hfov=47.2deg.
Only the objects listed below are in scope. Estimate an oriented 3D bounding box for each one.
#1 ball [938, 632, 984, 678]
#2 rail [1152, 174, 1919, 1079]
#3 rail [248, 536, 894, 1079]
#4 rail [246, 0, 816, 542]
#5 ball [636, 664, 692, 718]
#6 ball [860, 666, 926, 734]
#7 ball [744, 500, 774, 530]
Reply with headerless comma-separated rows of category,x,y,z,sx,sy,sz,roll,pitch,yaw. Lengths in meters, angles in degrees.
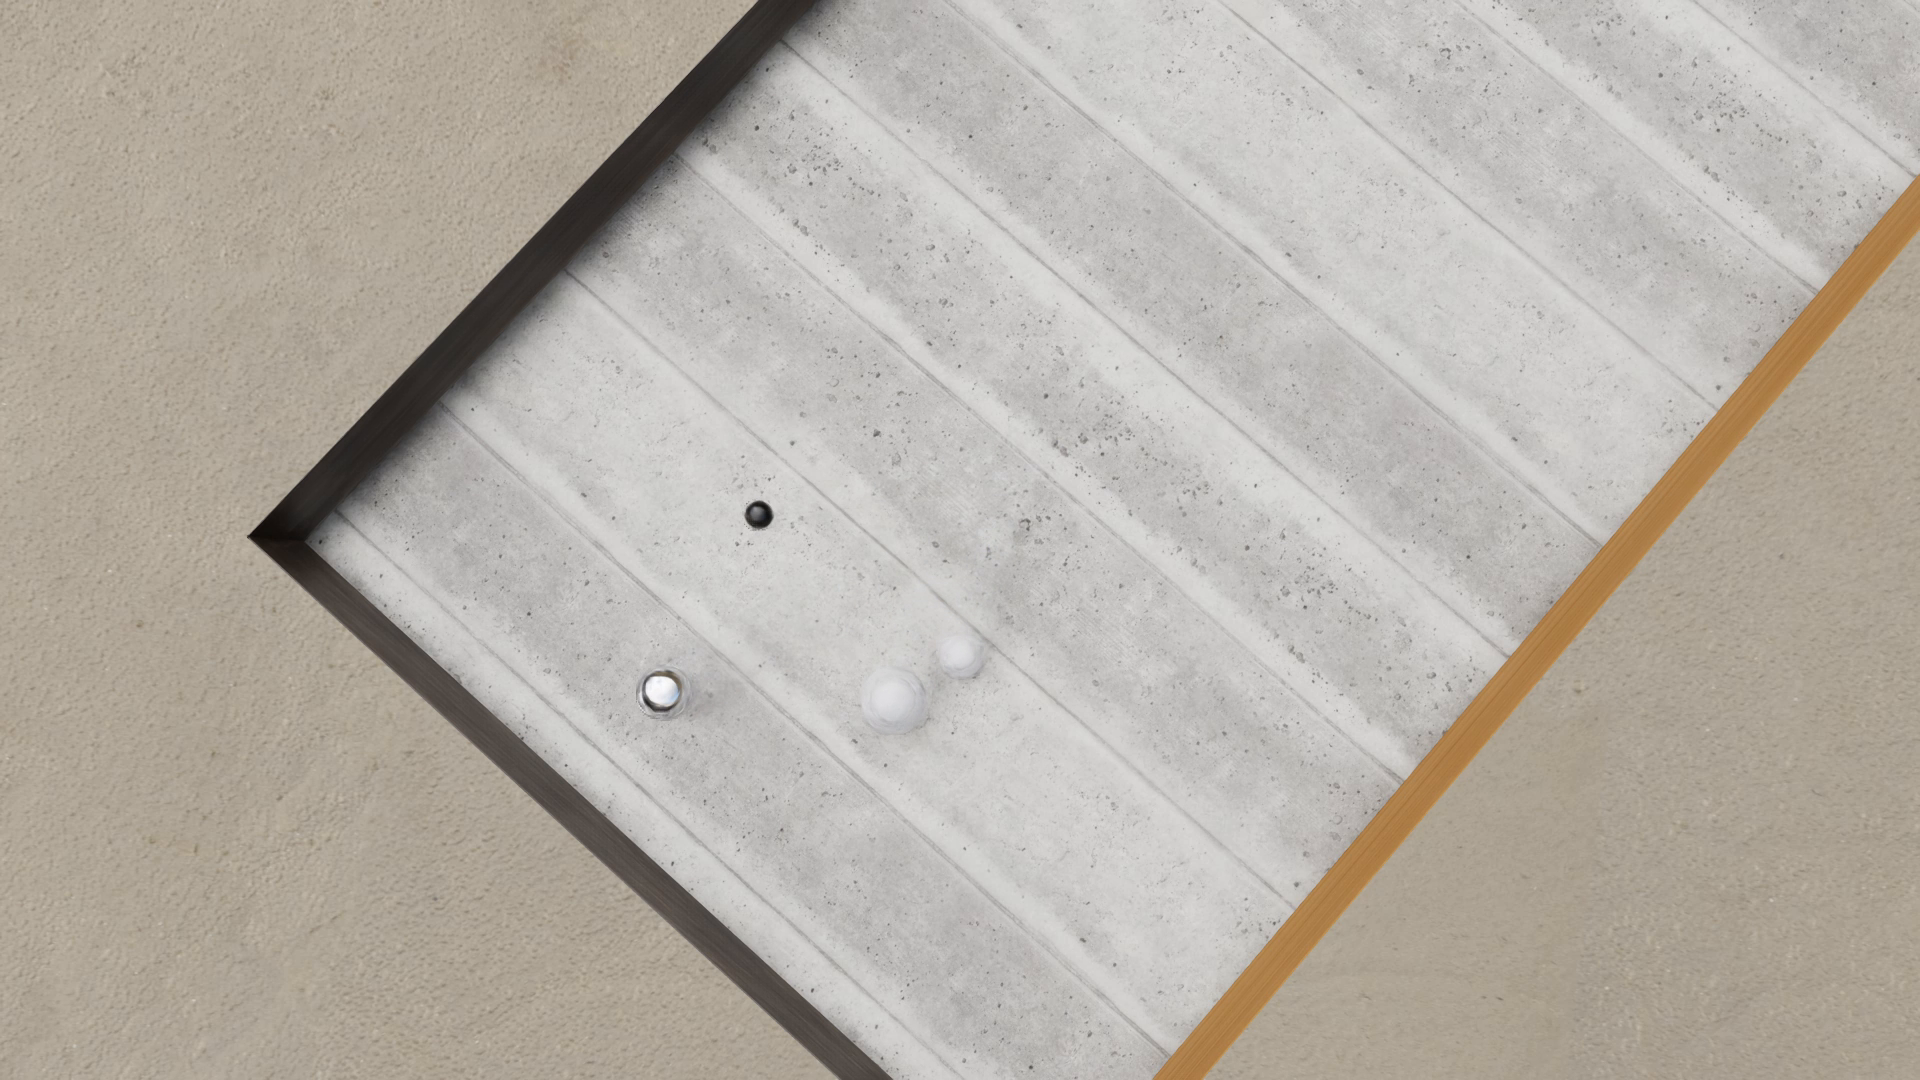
ball,0.002,0.170,3.252,0.068,0.068,0.068,0,80,0
rail,1.017,-0.031,3.255,0.045,0.126,2.775,41,83,6
rail,-0.444,0.490,3.167,1.536,0.126,0.045,41,83,6
rail,-0.098,-1.004,3.420,0.045,0.126,2.775,41,83,6
ball,-0.435,0.222,3.237,0.080,0.080,0.080,0,80,0
ball,-0.097,0.235,3.226,0.097,0.097,0.097,0,80,0
ball,-0.302,-0.038,3.300,0.043,0.043,0.043,0,80,0
